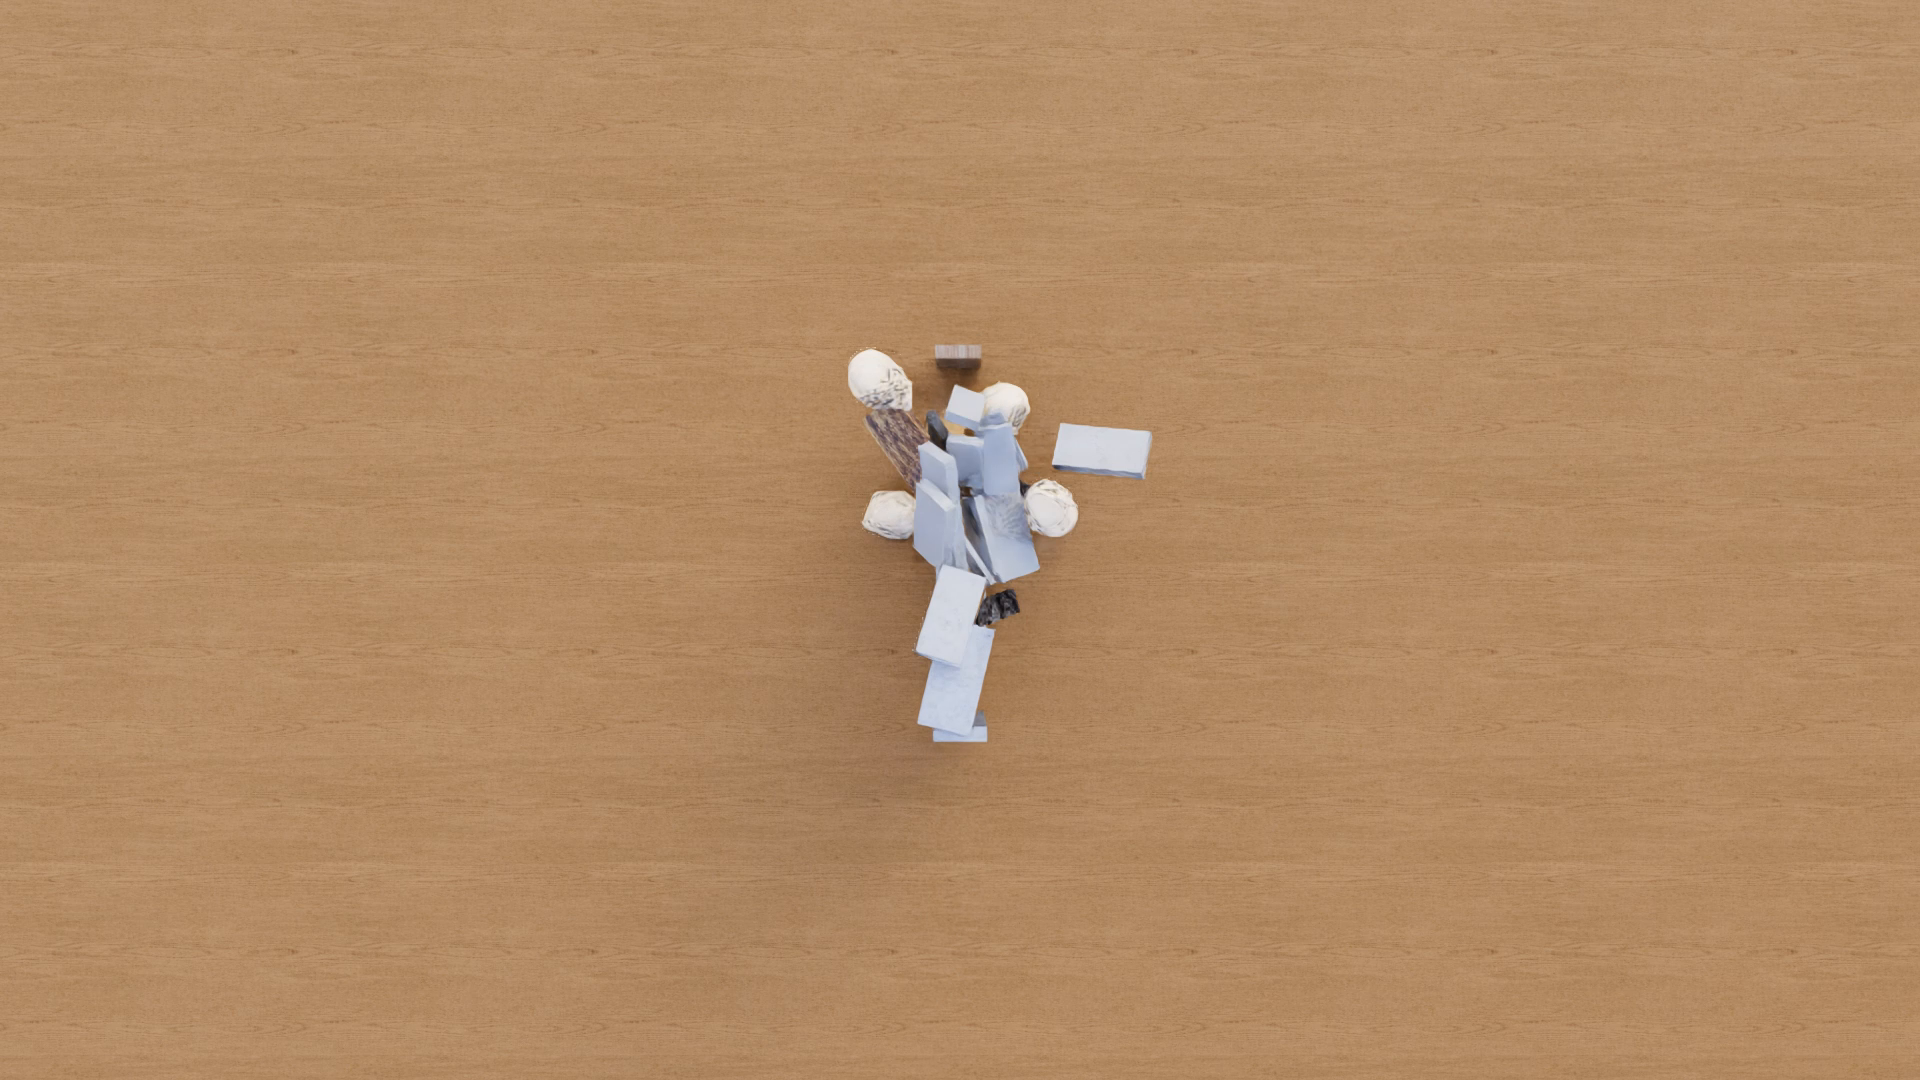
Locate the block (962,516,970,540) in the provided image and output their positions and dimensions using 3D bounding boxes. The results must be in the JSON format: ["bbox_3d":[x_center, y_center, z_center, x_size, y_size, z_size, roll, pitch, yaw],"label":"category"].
[{"bbox_3d":[0.040,-0.041,5.188,0.147,0.412,0.042,-21,101,-6],"label":"block"}]

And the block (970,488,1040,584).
[{"bbox_3d":[0.136,-0.031,4.964,0.147,0.042,0.293,-18,97,-33],"label":"block"}]

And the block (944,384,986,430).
[{"bbox_3d":[0.016,-0.382,4.757,0.100,0.201,0.028,19,117,-3],"label":"block"}]

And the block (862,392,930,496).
[{"bbox_3d":[-0.167,-0.304,5.216,0.147,0.042,0.293,-36,90,29],"label":"block"}]

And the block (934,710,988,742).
[{"bbox_3d":[0.000,0.580,5.164,0.158,0.670,0.045,0,88,0],"label":"block"}]

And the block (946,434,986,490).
[{"bbox_3d":[0.017,-0.226,4.774,0.103,0.207,0.029,9,57,8],"label":"block"}]

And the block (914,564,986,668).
[{"bbox_3d":[-0.027,0.218,4.769,0.135,0.038,0.270,18,74,-3],"label":"block"}]

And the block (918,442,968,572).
[{"bbox_3d":[-0.048,-0.089,4.803,0.038,0.135,0.387,-25,128,-26],"label":"block"}]

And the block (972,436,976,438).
[{"bbox_3d":[0.072,-0.299,5.394,0.098,0.195,0.028,-14,114,-33],"label":"block"}]

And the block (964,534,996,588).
[{"bbox_3d":[0.033,0.052,4.905,0.018,0.065,0.199,-34,93,-25],"label":"block"}]

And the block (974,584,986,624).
[{"bbox_3d":[-0.002,0.224,4.891,0.107,0.030,0.213,11,78,37],"label":"block"}]

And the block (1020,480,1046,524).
[{"bbox_3d":[0.205,-0.135,5.339,0.028,0.195,0.098,-26,50,36],"label":"block"}]

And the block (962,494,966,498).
[{"bbox_3d":[-0.004,-0.116,5.464,0.046,0.013,0.092,2,48,2],"label":"block"}]

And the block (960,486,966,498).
[{"bbox_3d":[-0.011,-0.158,4.912,0.018,0.130,0.065,38,123,-21],"label":"block"}]

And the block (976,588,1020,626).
[{"bbox_3d":[0.105,0.209,5.051,0.152,0.022,0.076,-20,101,-25],"label":"block"}]

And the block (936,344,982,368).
[{"bbox_3d":[-0.004,-0.595,5.353,0.147,0.293,0.042,0,90,0],"label":"block"}]

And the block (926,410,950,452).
[{"bbox_3d":[-0.051,-0.250,4.952,0.028,0.424,0.100,-29,68,-9],"label":"block"}]

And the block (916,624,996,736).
[{"bbox_3d":[-0.011,0.398,4.799,0.158,0.045,0.316,14,85,1],"label":"block"}]

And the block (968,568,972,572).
[{"bbox_3d":[0.005,0.135,5.084,0.076,0.022,0.152,-2,48,0],"label":"block"}]

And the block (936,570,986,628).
[{"bbox_3d":[0.005,0.214,5.167,0.155,0.044,0.311,0,90,0],"label":"block"}]

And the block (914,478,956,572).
[{"bbox_3d":[-0.074,-0.039,4.786,0.038,0.270,0.135,-30,57,-28],"label":"block"}]

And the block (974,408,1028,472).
[{"bbox_3d":[0.116,-0.283,4.870,0.100,0.028,0.201,-20,115,16],"label":"block"}]

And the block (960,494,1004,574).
[{"bbox_3d":[0.061,-0.015,4.911,0.029,0.103,0.237,-18,96,-26],"label":"block"}]

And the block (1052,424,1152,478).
[{"bbox_3d":[0.453,-0.285,5.268,0.293,0.042,0.147,7,69,17],"label":"block"}]

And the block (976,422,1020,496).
[{"bbox_3d":[0.113,-0.237,4.847,0.104,0.029,0.207,-7,115,4],"label":"block"}]

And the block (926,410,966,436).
[{"bbox_3d":[-0.058,-0.325,5.344,0.147,0.293,0.042,-27,120,29],"label":"block"}]
